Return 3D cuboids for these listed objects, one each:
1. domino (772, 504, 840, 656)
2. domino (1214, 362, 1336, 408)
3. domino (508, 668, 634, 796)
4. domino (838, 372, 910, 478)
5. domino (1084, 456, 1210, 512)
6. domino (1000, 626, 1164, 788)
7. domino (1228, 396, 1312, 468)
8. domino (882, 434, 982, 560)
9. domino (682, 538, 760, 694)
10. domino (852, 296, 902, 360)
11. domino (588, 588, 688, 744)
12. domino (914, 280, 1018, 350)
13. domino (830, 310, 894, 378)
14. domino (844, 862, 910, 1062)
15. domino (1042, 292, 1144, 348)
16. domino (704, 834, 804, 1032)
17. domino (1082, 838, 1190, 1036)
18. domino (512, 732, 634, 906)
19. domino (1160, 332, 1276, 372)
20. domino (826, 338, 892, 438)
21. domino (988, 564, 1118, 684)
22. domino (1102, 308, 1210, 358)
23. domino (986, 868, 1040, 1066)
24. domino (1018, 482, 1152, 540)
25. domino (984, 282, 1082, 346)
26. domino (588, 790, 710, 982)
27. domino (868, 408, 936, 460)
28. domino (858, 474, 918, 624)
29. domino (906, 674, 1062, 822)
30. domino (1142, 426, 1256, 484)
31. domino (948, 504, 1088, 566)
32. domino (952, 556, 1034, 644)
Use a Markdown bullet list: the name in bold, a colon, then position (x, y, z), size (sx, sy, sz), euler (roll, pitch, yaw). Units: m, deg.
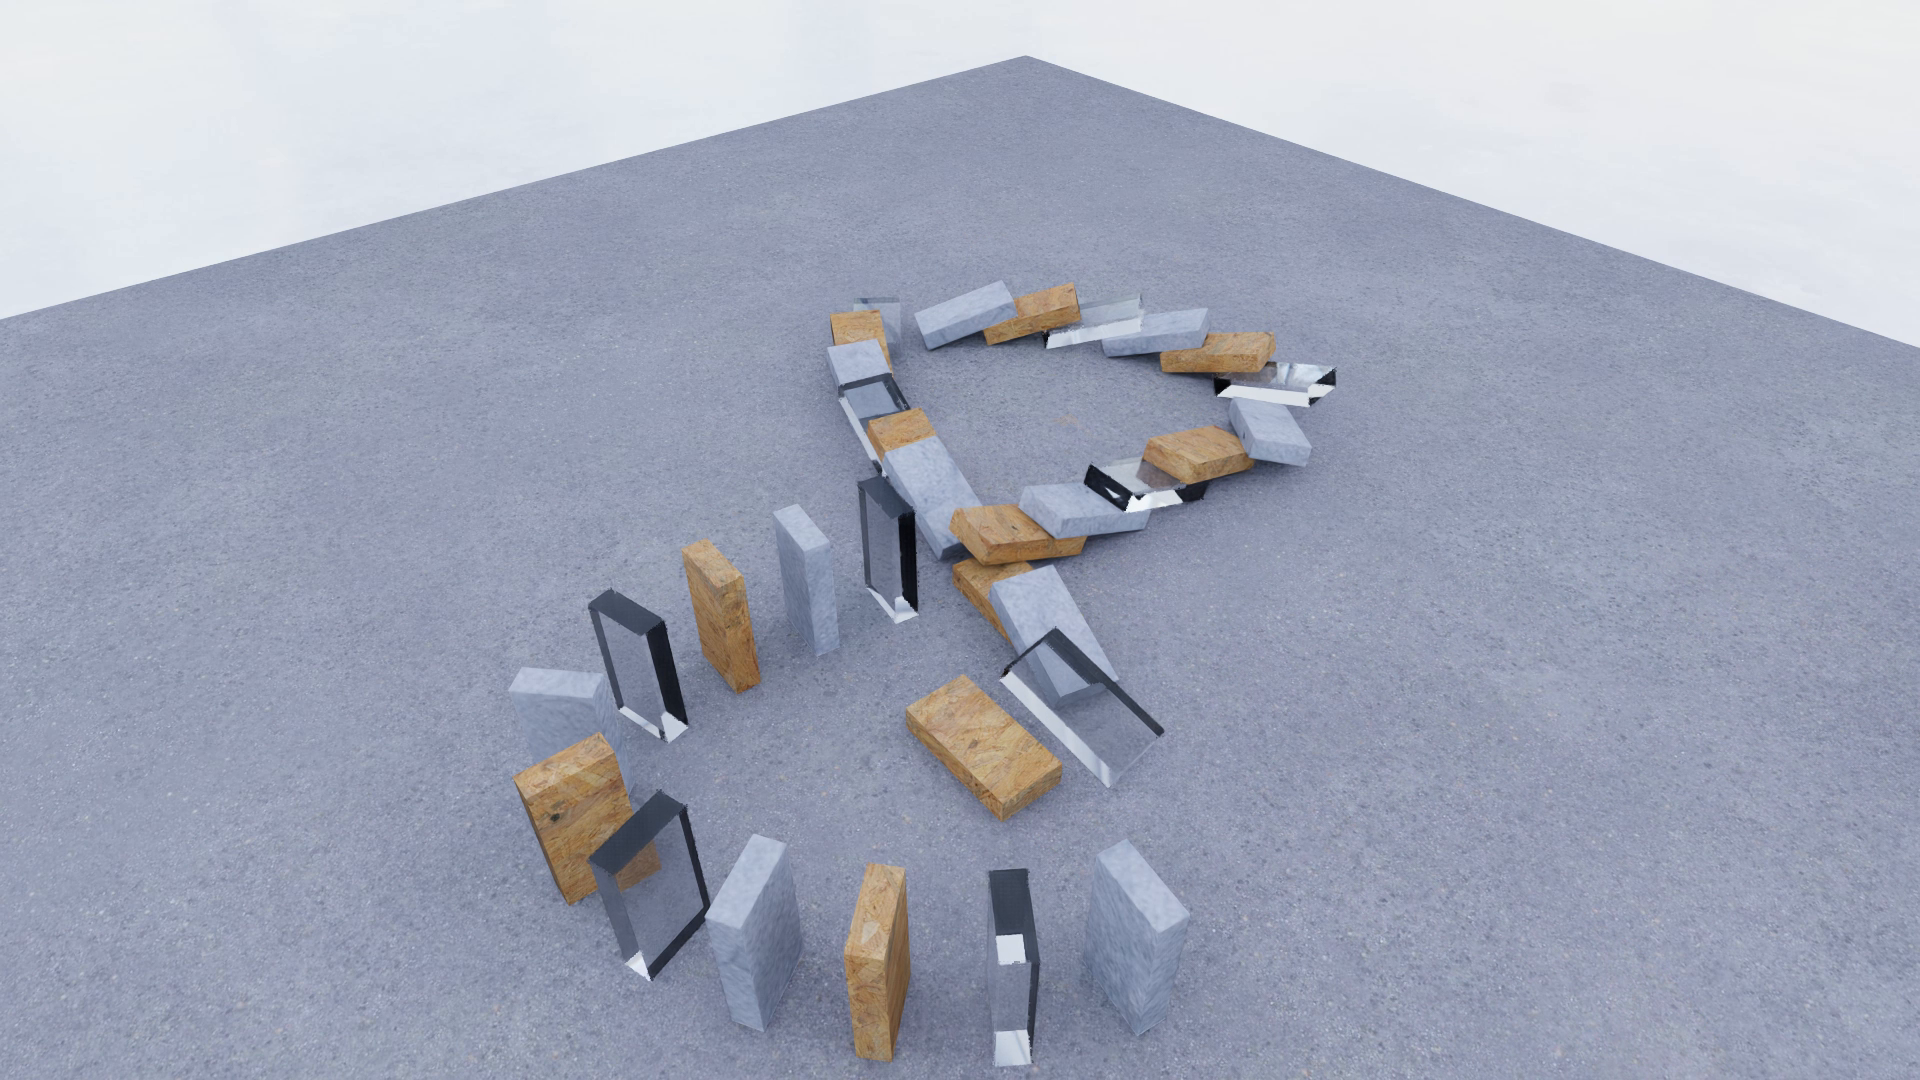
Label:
- **domino**: position (-0.055, 0.015, 0.393), size (0.010, 0.050, 0.025), euler (-22, 44, -24)
- **domino**: position (0.150, -0.075, 0.524), size (0.050, 0.009, 0.025), euler (16, 39, 44)
- **domino**: position (-0.118, 0.061, 0.337), size (0.025, 0.050, 0.010), euler (4, 39, 5)
- **domino**: position (-0.033, -0.052, 0.496), size (0.025, 0.009, 0.050), euler (-18, 60, -20)
- **domino**: position (0.079, -0.025, 0.462), size (0.050, 0.010, 0.025), euler (-10, 37, -40)
- **domino**: position (0.040, 0.055, 0.364), size (0.025, 0.009, 0.050), euler (-35, 69, -32)
- **domino**: position (0.138, -0.049, 0.493), size (0.025, 0.010, 0.050), euler (9, 28, -3)
- **domino**: position (-0.009, -0.018, 0.451), size (0.025, 0.010, 0.050), euler (-21, 65, -24)
- **domino**: position (-0.082, 0.027, 0.379), size (0.009, 0.050, 0.025), euler (-27, 46, -29)
- **domino**: position (-0.044, -0.112, 0.580), size (0.025, 0.010, 0.050), euler (-2, 39, -3)
- **domino**: position (-0.105, 0.042, 0.360), size (0.025, 0.050, 0.009), euler (25, 45, 27)
- **domino**: position (0.003, -0.118, 0.576), size (0.050, 0.010, 0.025), euler (-21, 39, 1)
- **domino**: position (-0.049, -0.093, 0.546), size (0.025, 0.010, 0.050), euler (-7, 55, -9)
- **domino**: position (-0.020, 0.108, 0.280), size (0.009, 0.050, 0.025), euler (6, 40, 7)
- **domino**: position (0.069, -0.114, 0.571), size (0.050, 0.009, 0.025), euler (-7, 36, 19)
- **domino**: position (-0.052, 0.103, 0.286), size (0.010, 0.050, 0.025), euler (13, 41, 15)
- **domino**: position (0.045, 0.104, 0.285), size (0.010, 0.050, 0.025), euler (-20, 44, -23)
- **domino**: position (-0.107, 0.080, 0.314), size (0.025, 0.050, 0.009), euler (-27, 46, -29)
- **domino**: position (0.128, -0.093, 0.546), size (0.050, 0.010, 0.025), euler (6, 37, 34)
- **domino**: position (-0.044, -0.072, 0.520), size (0.025, 0.010, 0.050), euler (-13, 59, -15)
- **domino**: position (0.032, 0.034, 0.389), size (0.025, 0.010, 0.050), euler (-16, 60, -22)
- **domino**: position (0.100, -0.106, 0.561), size (0.050, 0.010, 0.025), euler (-1, 36, 27)
- **domino**: position (0.013, 0.109, 0.279), size (0.009, 0.050, 0.025), euler (-3, 39, -3)
- **domino**: position (0.051, -0.013, 0.447), size (0.050, 0.009, 0.025), euler (-6, 36, -38)
- **domino**: position (0.037, -0.119, 0.577), size (0.050, 0.010, 0.025), euler (-14, 37, 11)
- **domino**: position (-0.082, 0.094, 0.297), size (0.010, 0.050, 0.025), euler (22, 44, 24)
- **domino**: position (-0.018, -0.033, 0.473), size (0.025, 0.010, 0.050), euler (-18, 60, -21)
- **domino**: position (-0.026, 0.004, 0.407), size (0.010, 0.050, 0.025), euler (-21, 44, -24)
- **domino**: position (0.007, 0.067, 0.361), size (0.025, 0.010, 0.050), euler (-27, 46, -29)
- **domino**: position (0.105, -0.038, 0.478), size (0.050, 0.010, 0.025), euler (-14, 39, -43)
- **domino**: position (0.023, -0.003, 0.434), size (0.050, 0.009, 0.025), euler (-6, 38, -37)
- **domino**: position (0.021, 0.022, 0.416), size (0.025, 0.010, 0.050), euler (-22, 44, -25)
